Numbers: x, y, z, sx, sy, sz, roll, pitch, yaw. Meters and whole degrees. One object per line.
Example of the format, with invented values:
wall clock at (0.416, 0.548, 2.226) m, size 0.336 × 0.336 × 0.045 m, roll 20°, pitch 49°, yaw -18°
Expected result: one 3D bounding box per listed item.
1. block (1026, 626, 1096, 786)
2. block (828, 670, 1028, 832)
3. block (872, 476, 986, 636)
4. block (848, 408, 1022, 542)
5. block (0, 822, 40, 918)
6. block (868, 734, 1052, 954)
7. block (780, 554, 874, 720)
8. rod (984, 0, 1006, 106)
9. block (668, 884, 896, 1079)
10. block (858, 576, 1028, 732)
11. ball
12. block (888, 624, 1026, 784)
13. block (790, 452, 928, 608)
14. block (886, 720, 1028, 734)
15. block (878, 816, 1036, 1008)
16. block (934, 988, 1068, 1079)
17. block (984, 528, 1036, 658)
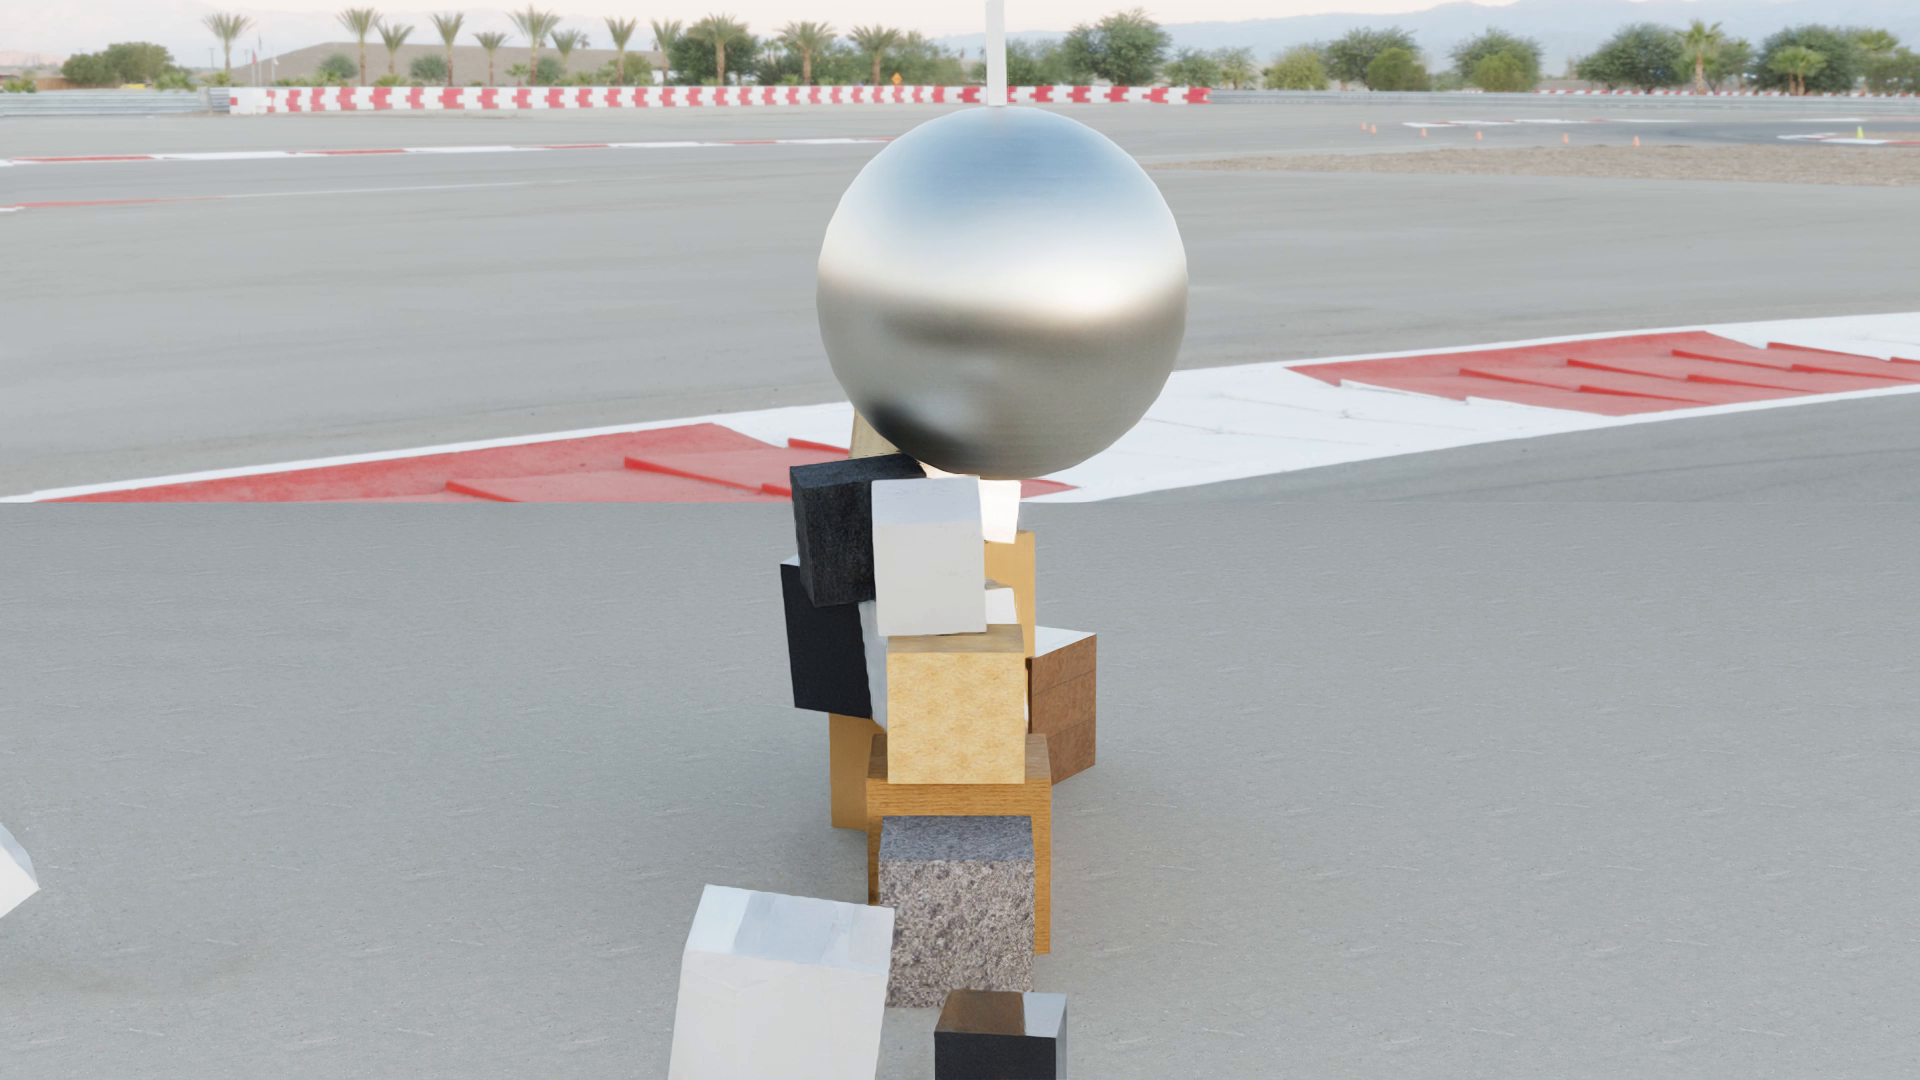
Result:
block at (0.218, 0.836, 13.037) m, size 0.713 × 0.691 × 0.678 m, roll 6°, pitch 12°, yaw 30°
block at (-0.140, 0.988, 12.221) m, size 0.704 × 0.671 × 0.712 m, roll 4°, pitch 11°, yaw 25°
block at (-0.129, 0.063, 10.482) m, size 0.439 × 0.488 × 0.467 m, roll -3°, pitch 24°, yaw -1°
block at (-0.118, -0.341, 11.951) m, size 0.641 × 0.619 × 0.550 m, roll 7°, pitch 0°, yaw -25°
block at (-3.894, 1.254, 9.879) m, size 0.445 × 0.448 × 0.436 m, roll -38°, pitch 23°, yaw -13°
block at (-0.003, 1.249, 10.647) m, size 0.735 × 0.734 × 0.705 m, roll 0°, pitch 10°, yaw 0°
block at (-0.379, 0.377, 11.777) m, size 0.588 × 0.698 × 0.605 m, roll 6°, pitch 20°, yaw 31°
rod at (0.079, -4.395, 10.381) m, size 0.080 × 5.200 × 0.080 m, roll -2°, pitch 10°, yaw 0°
block at (-0.603, 1.613, 8.730) m, size 0.670 × 0.619 × 0.676 m, roll 8°, pitch 10°, yaw -1°
block at (-0.080, 0.496, 11.023) m, size 0.560 × 0.569 × 0.606 m, roll -8°, pitch 6°, yaw -12°
ball at (0.182, -1.052, 10.989) m, size 1.600 × 1.600 × 1.600 m, roll 0°, pitch 10°, yaw 0°
block at (-0.016, 0.655, 10.377) m, size 0.541 × 0.530 × 0.541 m, roll 0°, pitch 10°, yaw 0°
block at (-0.418, -0.049, 11.053) m, size 0.529 × 0.517 × 0.484 m, roll -7°, pitch 14°, yaw -9°
block at (-0.015, 1.175, 11.351) m, size 0.633 × 0.627 × 0.687 m, roll 0°, pitch 10°, yaw 0°
block at (-0.012, 1.440, 10.019) m, size 0.590 × 0.581 × 0.600 m, roll 0°, pitch 10°, yaw 0°
block at (0.140, 1.781, 8.520) m, size 0.397 × 0.447 × 0.395 m, roll 1°, pitch 10°, yaw 7°
block at (-0.038, 0.271, 12.504) m, size 0.580 × 0.619 × 0.567 m, roll 9°, pitch 15°, yaw 39°
